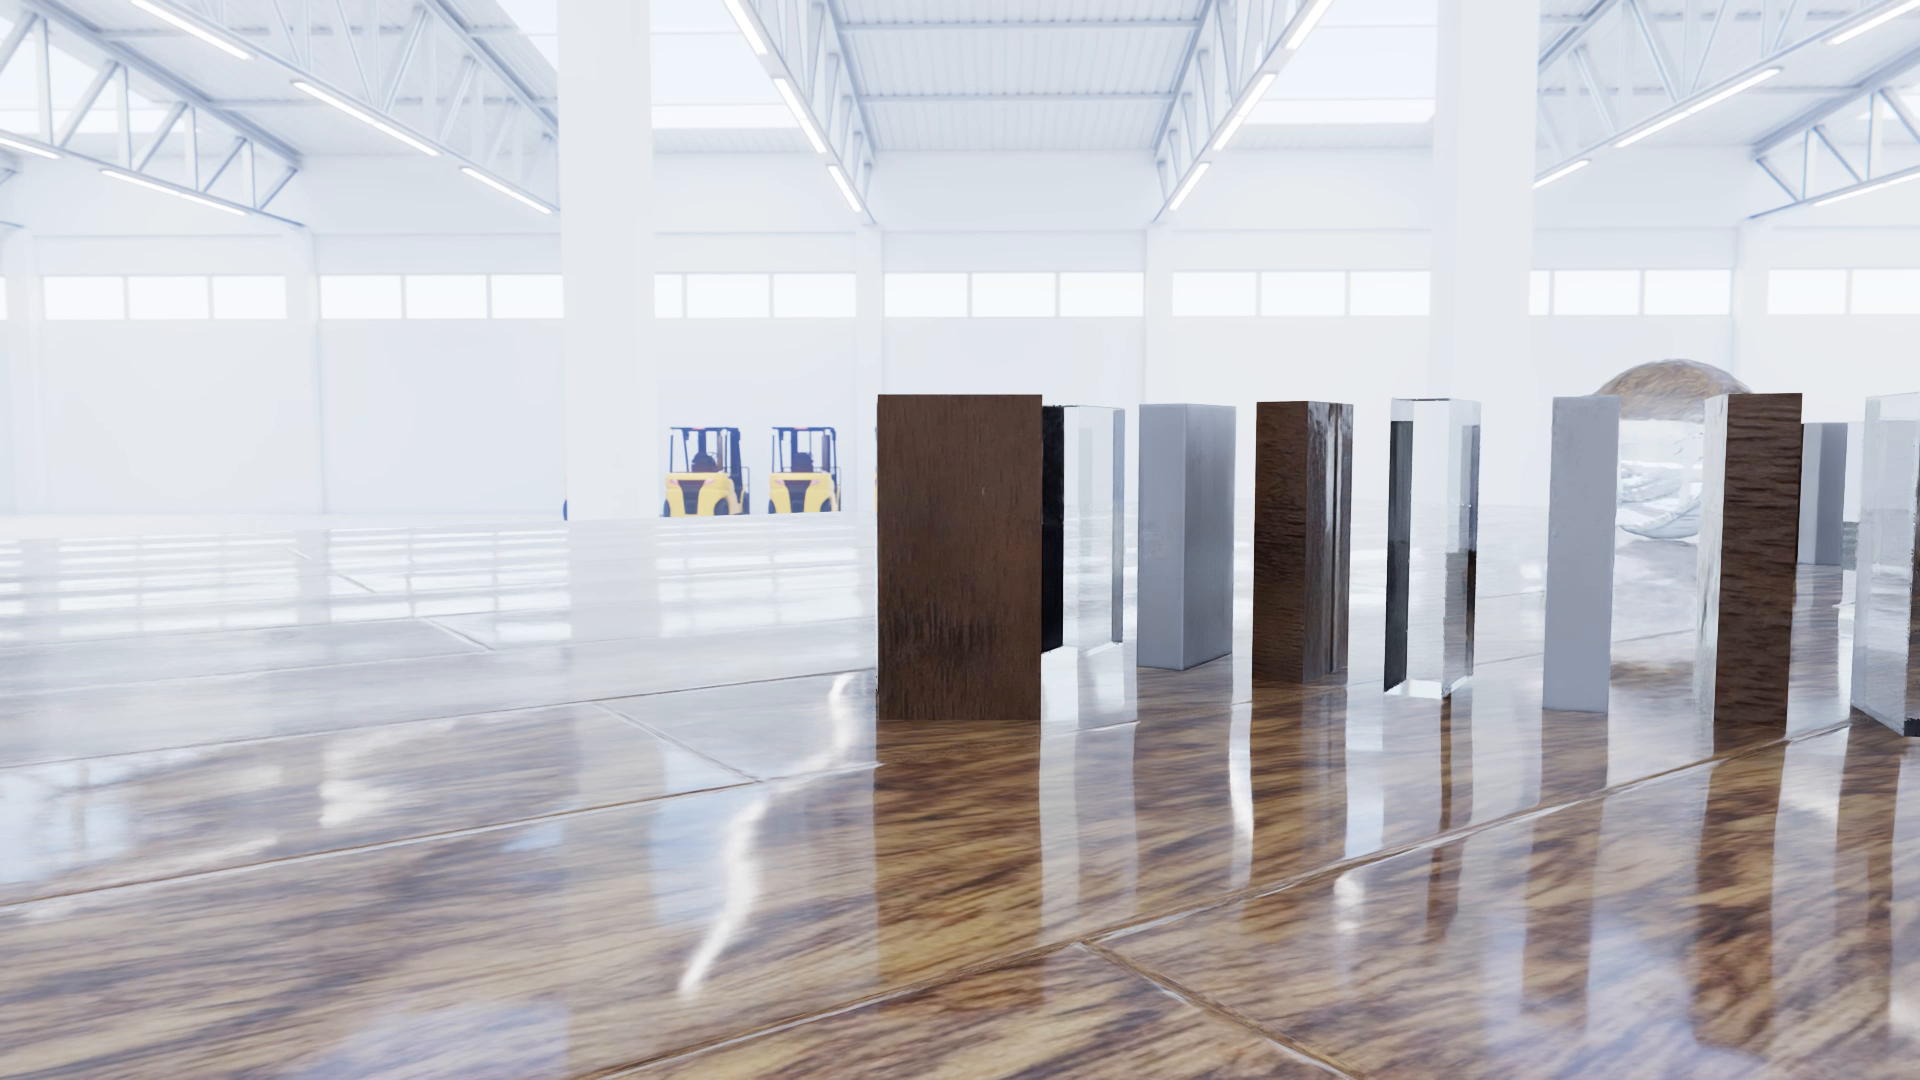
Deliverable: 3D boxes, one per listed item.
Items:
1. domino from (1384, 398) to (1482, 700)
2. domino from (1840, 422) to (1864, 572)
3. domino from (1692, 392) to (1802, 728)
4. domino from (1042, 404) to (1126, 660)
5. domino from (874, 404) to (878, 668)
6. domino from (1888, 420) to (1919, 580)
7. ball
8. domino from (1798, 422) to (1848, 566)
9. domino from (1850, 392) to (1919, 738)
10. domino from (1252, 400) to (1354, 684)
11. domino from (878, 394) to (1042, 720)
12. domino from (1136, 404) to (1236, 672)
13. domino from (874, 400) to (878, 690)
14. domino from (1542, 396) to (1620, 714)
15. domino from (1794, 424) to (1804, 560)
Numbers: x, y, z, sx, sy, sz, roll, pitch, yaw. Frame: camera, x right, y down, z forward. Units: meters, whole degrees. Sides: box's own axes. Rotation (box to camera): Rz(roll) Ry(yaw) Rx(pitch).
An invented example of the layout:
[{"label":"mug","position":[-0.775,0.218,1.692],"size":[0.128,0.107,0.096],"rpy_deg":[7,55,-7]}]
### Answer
[{"label":"domino","position":[0.083,0.001,0.225],"size":[0.009,0.050,0.025],"rpy_deg":[3,5,33]},{"label":"domino","position":[0.311,-0.015,0.429],"size":[0.025,0.050,0.009],"rpy_deg":[0,4,1]},{"label":"domino","position":[0.124,0.002,0.204],"size":[0.009,0.050,0.025],"rpy_deg":[2,5,23]},{"label":"domino","position":[0.025,-0.002,0.264],"size":[0.009,0.050,0.025],"rpy_deg":[2,5,28]},{"label":"domino","position":[-0.004,-0.001,0.247],"size":[0.025,0.050,0.010],"rpy_deg":[0,4,1]},{"label":"domino","position":[0.310,-0.013,0.405],"size":[0.025,0.050,0.009],"rpy_deg":[0,4,3]},{"label":"ball","position":[0.315,-0.040,0.570],"size":[0.080,0.080,0.080],"rpy_deg":[0,4,0]},{"label":"domino","position":[0.312,-0.016,0.452],"size":[0.025,0.050,0.009],"rpy_deg":[0,4,1]},{"label":"domino","position":[0.146,0.003,0.195],"size":[0.009,0.050,0.025],"rpy_deg":[2,5,20]},{"label":"domino","position":[0.064,0.000,0.238],"size":[0.009,0.050,0.025],"rpy_deg":[3,5,35]},{"label":"domino","position":[0.000,0.002,0.201],"size":[0.025,0.050,0.009],"rpy_deg":[0,4,0]},{"label":"domino","position":[0.045,-0.001,0.251],"size":[0.009,0.050,0.025],"rpy_deg":[3,5,34]},{"label":"domino","position":[-0.002,0.001,0.224],"size":[0.025,0.050,0.009],"rpy_deg":[0,4,-6]},{"label":"domino","position":[0.103,0.002,0.213],"size":[0.009,0.050,0.025],"rpy_deg":[2,5,26]},{"label":"domino","position":[0.312,-0.018,0.475],"size":[0.025,0.050,0.009],"rpy_deg":[0,4,1]}]
